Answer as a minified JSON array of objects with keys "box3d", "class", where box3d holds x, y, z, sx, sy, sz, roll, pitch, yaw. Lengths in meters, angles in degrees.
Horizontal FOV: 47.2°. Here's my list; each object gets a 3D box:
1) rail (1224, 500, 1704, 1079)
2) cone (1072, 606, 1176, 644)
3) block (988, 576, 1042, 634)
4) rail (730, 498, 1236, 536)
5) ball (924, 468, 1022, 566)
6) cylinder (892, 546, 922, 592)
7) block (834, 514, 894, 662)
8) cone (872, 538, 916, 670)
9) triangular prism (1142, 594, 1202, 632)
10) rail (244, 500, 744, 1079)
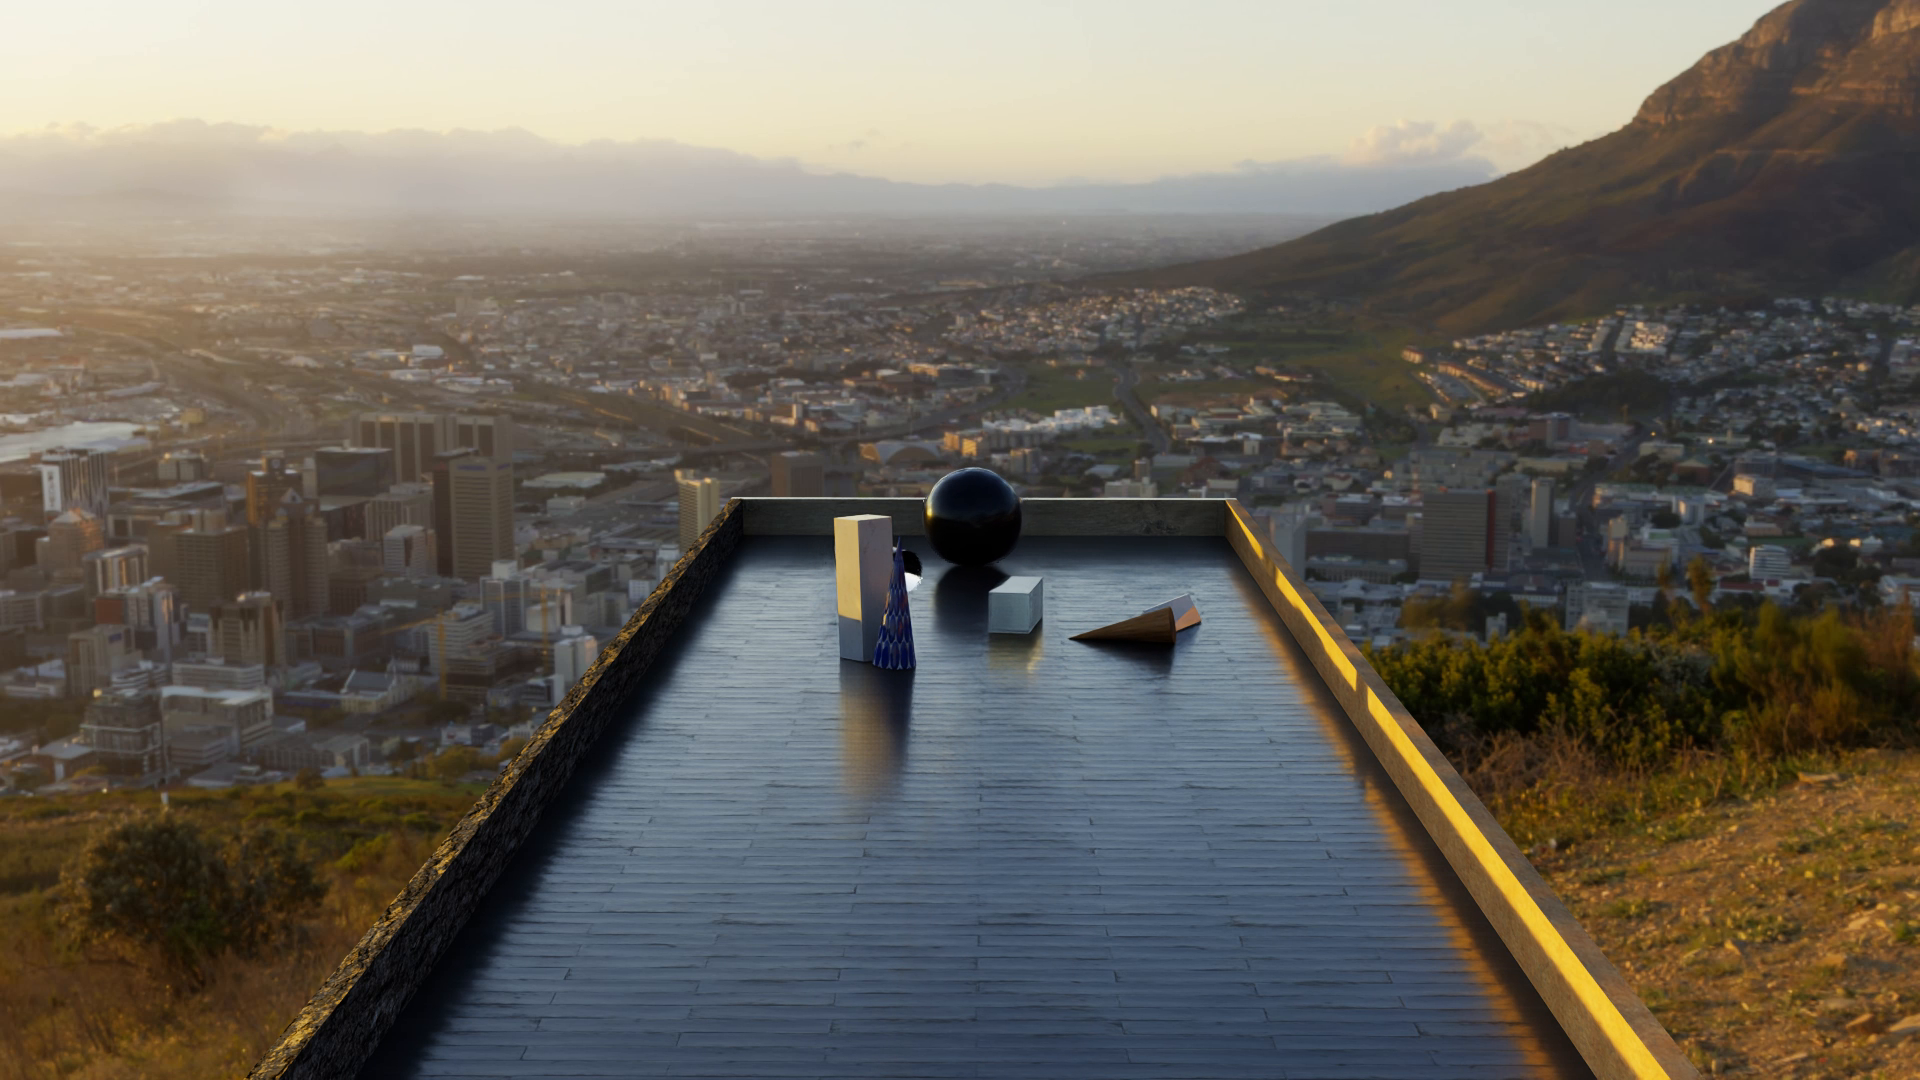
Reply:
[{"box3d":[1.046,0.843,3.208,0.050,0.150,12.000,0,9,1],"class":"rail"},{"box3d":[0.506,0.291,6.985,0.342,0.118,0.118,-8,7,14],"class":"cone"},{"box3d":[0.185,0.212,7.250,0.132,0.132,0.308,2,9,10],"class":"block"},{"box3d":[0.099,-0.098,9.147,2.100,0.150,0.050,0,9,1],"class":"rail"},{"box3d":[0.050,-0.088,8.367,0.376,0.376,0.376,0,9,0],"class":"ball"},{"box3d":[-0.292,0.087,7.966,0.155,0.155,0.371,-5,10,-28],"class":"cylinder"},{"box3d":[-0.288,0.144,6.706,0.125,0.429,0.125,-7,8,-37],"class":"block"},{"box3d":[-0.189,0.176,6.589,0.133,0.402,0.133,3,12,-1],"class":"cone"},{"box3d":[0.673,0.244,7.166,0.103,0.089,0.339,6,11,29],"class":"triangular prism"},{"box3d":[-1.004,0.839,3.234,0.050,0.150,12.000,0,9,1],"class":"rail"}]
